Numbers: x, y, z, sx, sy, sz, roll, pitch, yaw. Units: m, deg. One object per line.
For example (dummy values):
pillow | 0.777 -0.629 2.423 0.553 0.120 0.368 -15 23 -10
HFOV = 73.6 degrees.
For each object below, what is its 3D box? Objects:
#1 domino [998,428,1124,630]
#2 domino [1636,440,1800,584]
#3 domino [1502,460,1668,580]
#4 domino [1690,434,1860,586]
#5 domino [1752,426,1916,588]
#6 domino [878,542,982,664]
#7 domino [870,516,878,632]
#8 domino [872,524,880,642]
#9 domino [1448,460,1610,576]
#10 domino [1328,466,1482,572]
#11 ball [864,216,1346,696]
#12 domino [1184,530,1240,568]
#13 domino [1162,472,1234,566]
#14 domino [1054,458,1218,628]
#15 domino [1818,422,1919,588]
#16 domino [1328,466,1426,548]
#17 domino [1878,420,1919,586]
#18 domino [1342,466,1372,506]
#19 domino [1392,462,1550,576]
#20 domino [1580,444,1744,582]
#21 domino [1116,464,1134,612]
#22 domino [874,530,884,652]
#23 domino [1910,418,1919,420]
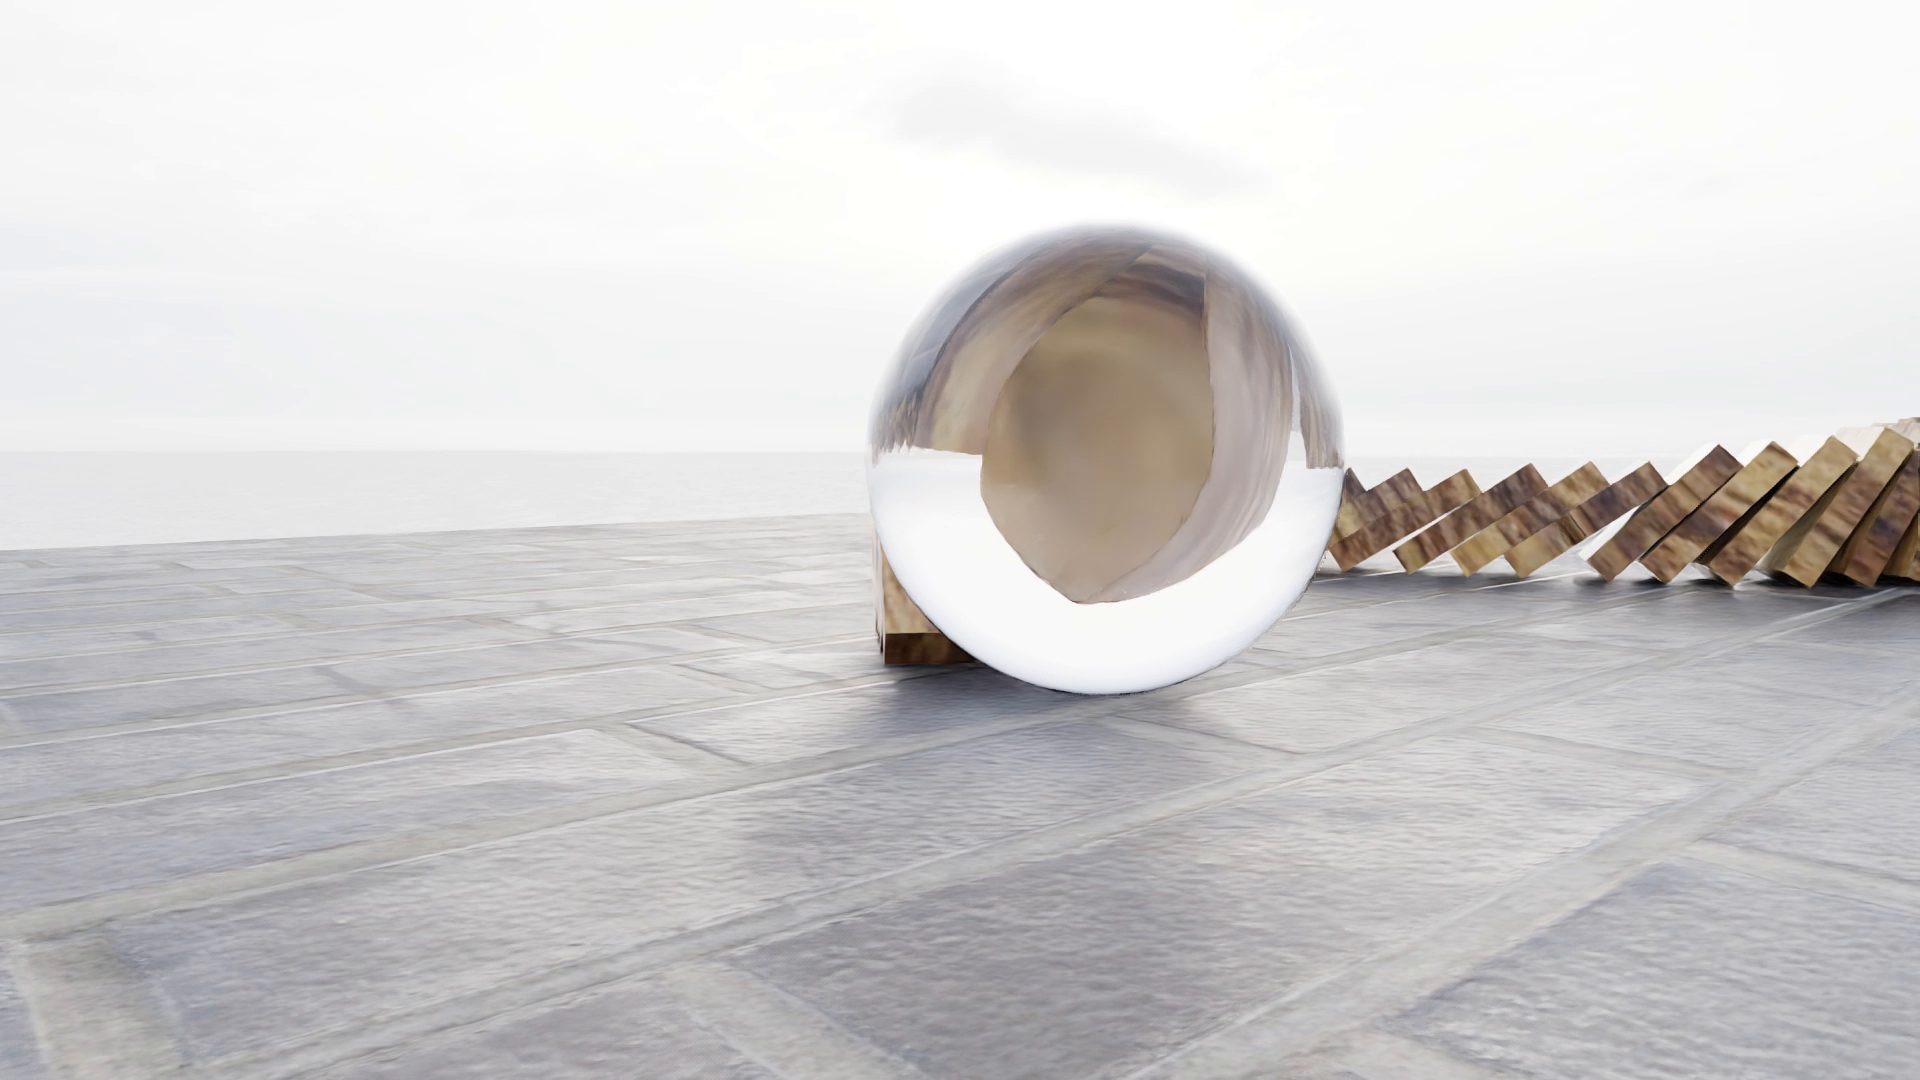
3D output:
domino | 0.018 -0.004 0.309 0.025 0.050 0.010 4 -29 44
domino | 0.230 -0.009 0.393 0.009 0.050 0.025 44 17 12
domino | 0.197 -0.007 0.408 0.050 0.010 0.025 -37 -10 20
domino | 0.246 -0.009 0.390 0.009 0.050 0.025 40 13 9
domino | 0.262 -0.010 0.389 0.010 0.050 0.025 32 8 5
domino | -0.004 0.003 0.262 0.025 0.010 0.050 0 46 -6
domino | -0.008 -0.001 0.305 0.025 0.009 0.050 -1 46 -6
domino | -0.007 0.001 0.291 0.025 0.010 0.050 0 46 -6
domino | 0.183 -0.007 0.413 0.050 0.009 0.025 -37 -10 20
domino | 0.149 -0.007 0.428 0.050 0.009 0.025 -33 -8 21
ball | 0.024 -0.014 0.217 0.080 0.080 0.080 0 4 0
domino | 0.088 0.003 0.468 0.025 0.010 0.050 3 5 32
domino | 0.075 -0.008 0.452 0.025 0.010 0.050 3 32 33
domino | 0.039 0.000 0.315 0.025 0.010 0.050 9 46 45
domino | 0.277 -0.011 0.389 0.009 0.050 0.025 27 5 0
domino | 0.132 -0.008 0.435 0.050 0.009 0.025 -33 -8 20
domino | 0.292 -0.012 0.391 0.010 0.050 0.025 21 2 -7
domino | 0.116 -0.008 0.440 0.050 0.010 0.025 -34 -8 22
domino | 0.167 -0.007 0.420 0.050 0.009 0.025 -37 -9 20
domino | 0.217 -0.009 0.399 0.009 0.050 0.025 47 18 12
domino | 0.033 -0.001 0.341 0.025 0.009 0.050 0 40 6
domino | -0.005 0.002 0.276 0.025 0.009 0.050 0 46 -6
domino | 0.306 -0.013 0.398 0.010 0.050 0.025 13 -1 -23
